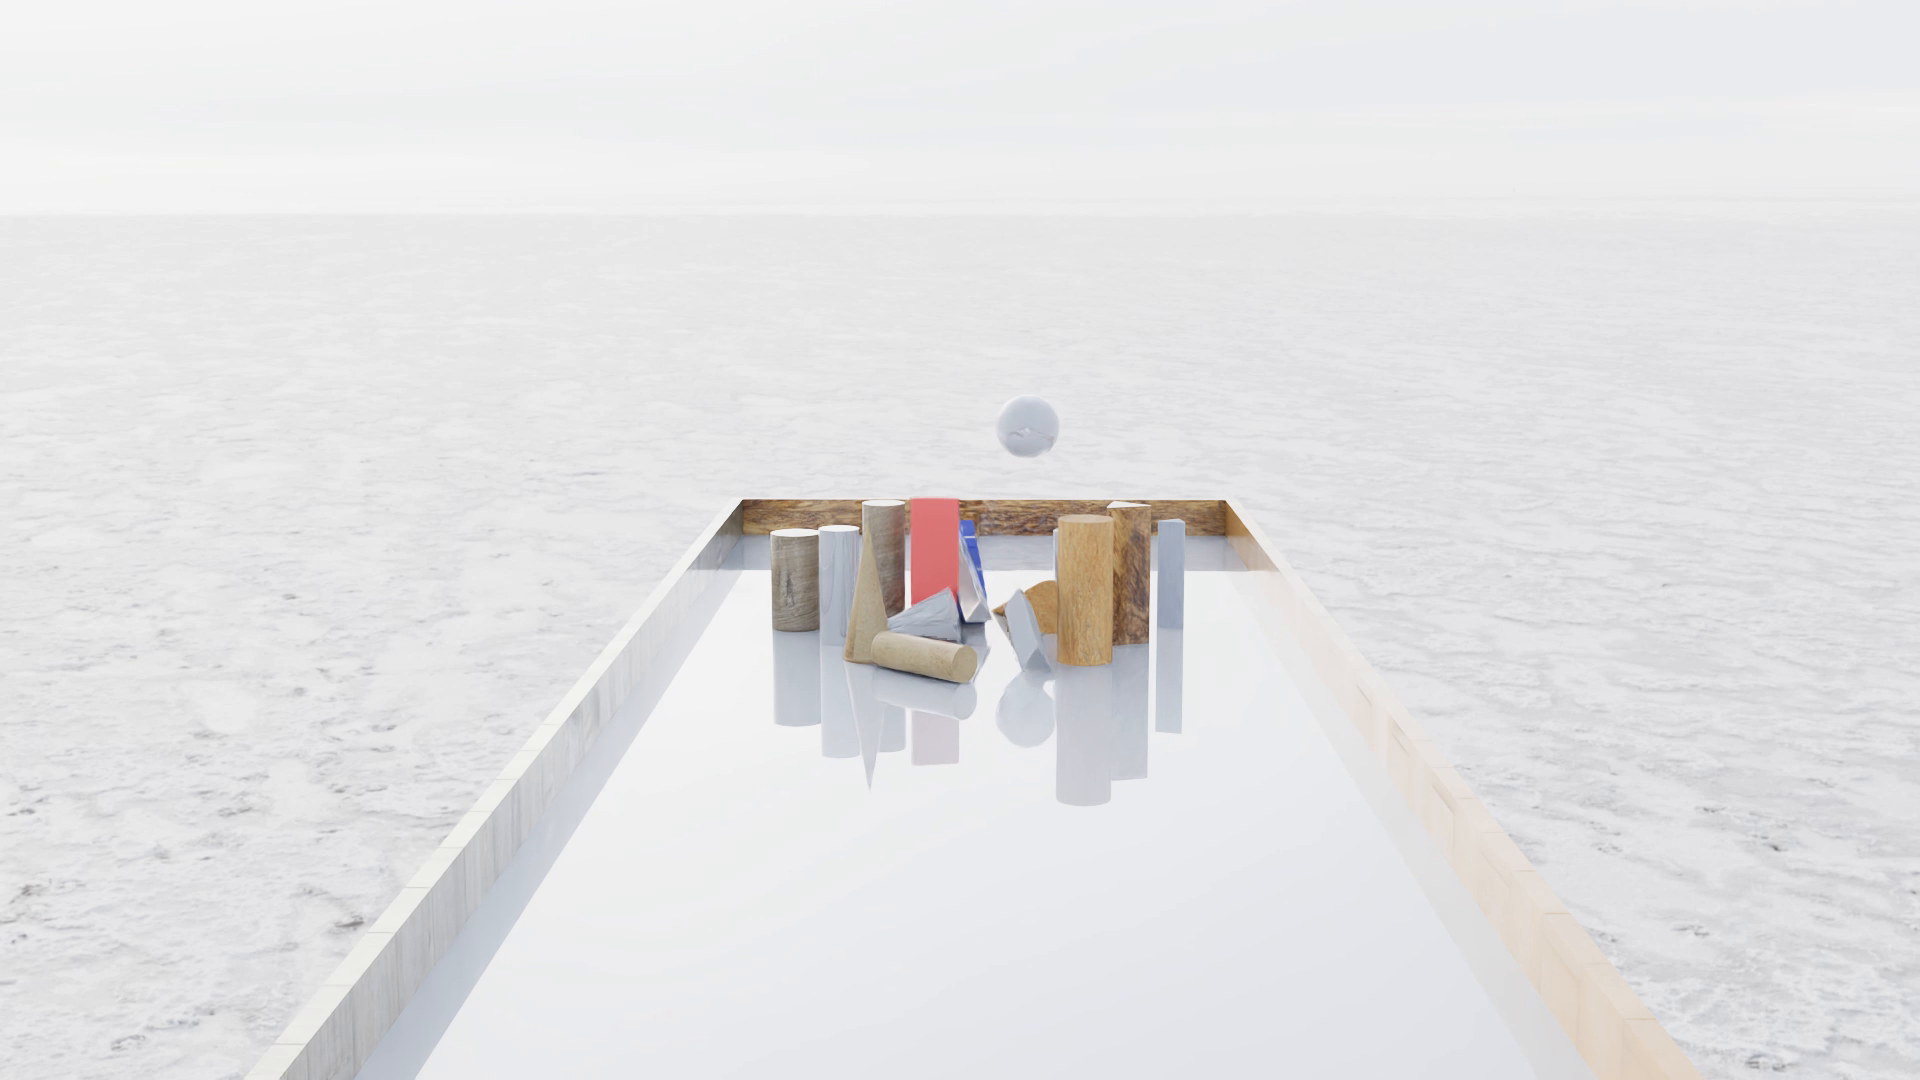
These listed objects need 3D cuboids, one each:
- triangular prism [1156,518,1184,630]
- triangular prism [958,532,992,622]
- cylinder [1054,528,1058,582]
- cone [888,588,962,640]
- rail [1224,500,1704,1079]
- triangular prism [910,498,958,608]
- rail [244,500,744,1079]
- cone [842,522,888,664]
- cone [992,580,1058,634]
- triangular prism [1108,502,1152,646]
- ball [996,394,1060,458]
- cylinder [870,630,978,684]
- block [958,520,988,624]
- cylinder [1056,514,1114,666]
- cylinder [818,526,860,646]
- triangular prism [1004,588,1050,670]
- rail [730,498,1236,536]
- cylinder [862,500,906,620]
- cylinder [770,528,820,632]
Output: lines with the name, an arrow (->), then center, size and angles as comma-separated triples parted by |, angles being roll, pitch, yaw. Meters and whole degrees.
triangular prism -> 0.701, 0.109, 7.199 | 0.091, 0.351, 0.079 | 4, 10, 23
triangular prism -> 0.022, 0.108, 7.242 | 0.087, 0.076, 0.435 | -4, 35, -11
cylinder -> 0.384, 0.123, 7.236 | 0.153, 0.312, 0.153 | 0, 9, 0
cone -> -0.181, 0.274, 7.008 | 0.340, 0.176, 0.176 | -14, 7, 8
rail -> 1.046, 0.843, 3.208 | 0.050, 0.150, 12.000 | 0, 9, 1
triangular prism -> -0.089, 0.077, 7.125 | 0.151, 0.427, 0.131 | 0, 3, -7
rail -> -1.004, 0.839, 3.234 | 0.050, 0.150, 12.000 | 0, 9, 1
cone -> -0.279, 0.149, 6.689 | 0.158, 0.432, 0.158 | 0, 9, 0
cone -> 0.196, 0.229, 7.296 | 0.172, 0.172, 0.430 | -4, -1, -25
triangular prism -> 0.510, 0.103, 6.956 | 0.146, 0.439, 0.126 | -3, 9, -17
ball -> 0.251, -0.420, 8.146 | 0.239, 0.239, 0.239 | 0, 9, 0
cylinder -> -0.107, 0.343, 6.493 | 0.334, 0.110, 0.110 | 8, 12, 42
block -> 0.011, 0.105, 7.409 | 0.108, 0.108, 0.450 | -1, 35, -6
cylinder -> 0.379, 0.151, 6.664 | 0.169, 0.435, 0.169 | 0, 9, 0
cylinder -> -0.381, 0.143, 6.943 | 0.127, 0.364, 0.127 | 0, 9, 0
triangular prism -> 0.205, 0.266, 6.683 | 0.090, 0.078, 0.348 | -3, 30, -7
rail -> 0.099, -0.098, 9.147 | 2.100, 0.150, 0.050 | 0, 9, 1
cylinder -> -0.248, 0.081, 7.191 | 0.140, 0.409, 0.140 | 0, 9, 0
cylinder -> -0.534, 0.131, 7.178 | 0.164, 0.314, 0.164 | 0, 9, 0
